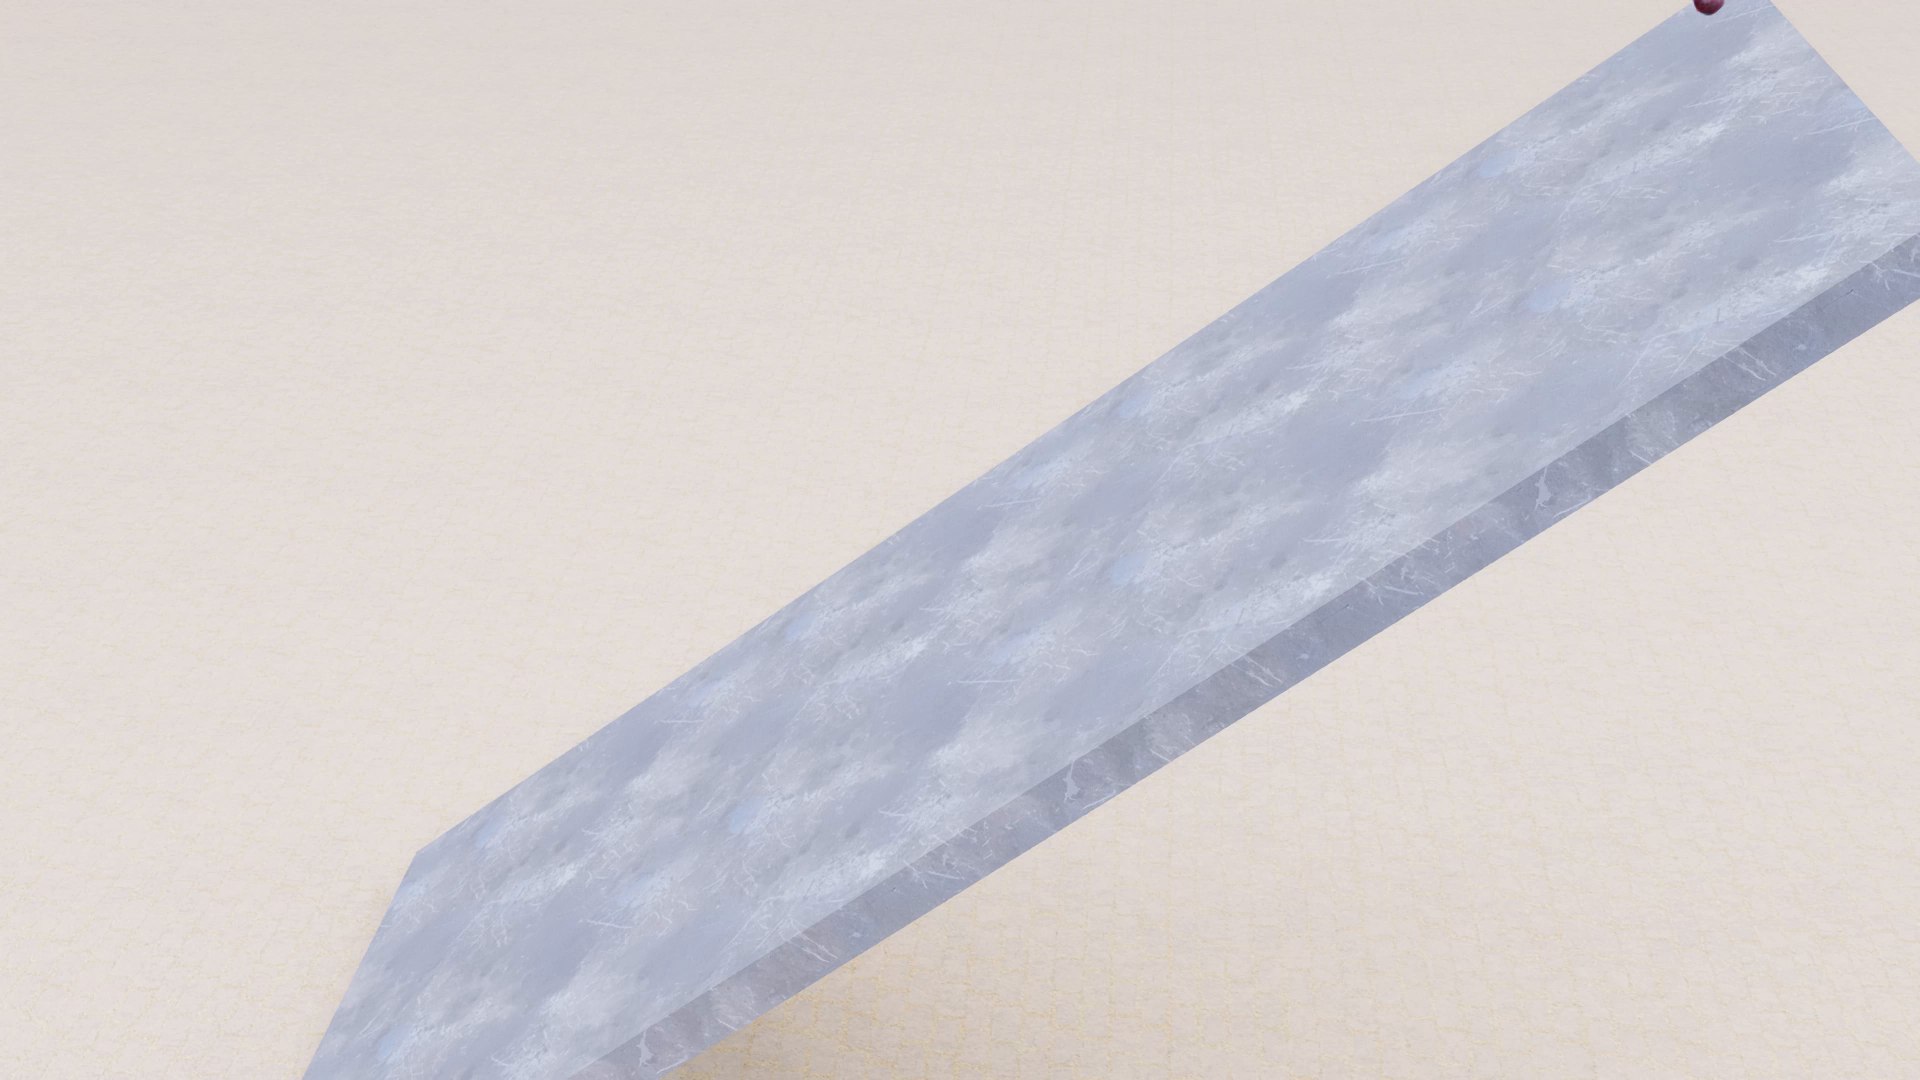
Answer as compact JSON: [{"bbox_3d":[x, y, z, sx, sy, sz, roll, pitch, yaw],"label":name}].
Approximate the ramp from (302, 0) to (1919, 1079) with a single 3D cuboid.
[{"bbox_3d":[0.132,0.177,6.315,4.000,0.100,2.000,-33,16,16],"label":"ramp"}]
